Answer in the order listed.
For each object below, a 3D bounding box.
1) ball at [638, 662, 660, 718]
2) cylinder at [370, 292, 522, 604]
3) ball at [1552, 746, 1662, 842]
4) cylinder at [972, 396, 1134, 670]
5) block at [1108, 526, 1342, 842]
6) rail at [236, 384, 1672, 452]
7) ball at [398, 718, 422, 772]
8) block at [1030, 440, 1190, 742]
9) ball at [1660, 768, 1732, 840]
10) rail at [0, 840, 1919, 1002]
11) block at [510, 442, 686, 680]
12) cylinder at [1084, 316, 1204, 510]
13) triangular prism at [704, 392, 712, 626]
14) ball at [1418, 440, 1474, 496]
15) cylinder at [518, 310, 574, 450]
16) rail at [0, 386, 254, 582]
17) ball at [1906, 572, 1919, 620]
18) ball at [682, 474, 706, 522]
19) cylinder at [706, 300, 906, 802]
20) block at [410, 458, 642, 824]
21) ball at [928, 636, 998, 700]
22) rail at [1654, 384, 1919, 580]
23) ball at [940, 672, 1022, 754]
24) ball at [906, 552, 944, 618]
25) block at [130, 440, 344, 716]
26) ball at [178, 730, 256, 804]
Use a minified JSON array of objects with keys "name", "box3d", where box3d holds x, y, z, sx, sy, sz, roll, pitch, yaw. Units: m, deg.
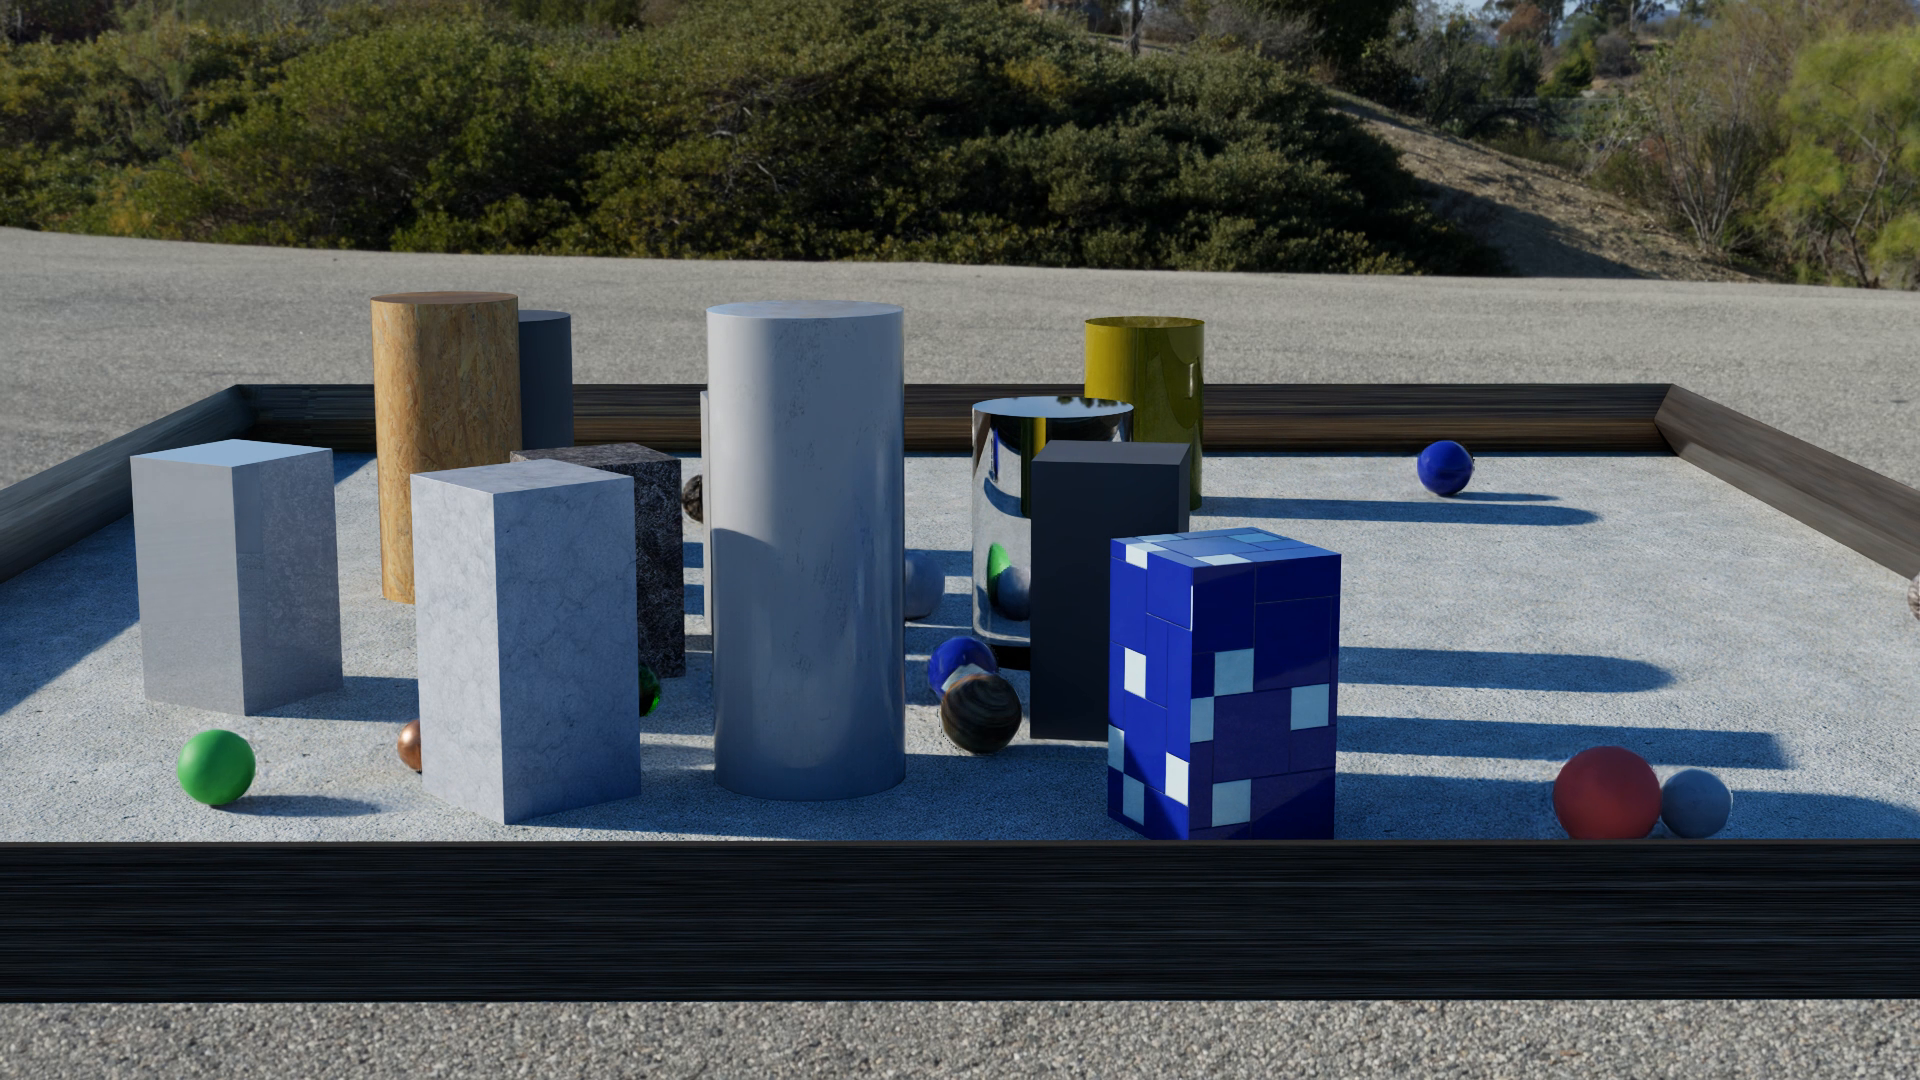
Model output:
[{"name":"ball","box3d":[-0.371,0.169,2.896,0.065,0.065,0.065,0,10,0]},{"name":"cylinder","box3d":[-0.709,-0.131,3.565,0.199,0.412,0.199,0,10,0]},{"name":"ball","box3d":[0.607,0.242,2.407,0.099,0.099,0.099,0,10,0]},{"name":"cylinder","box3d":[0.114,-0.011,3.191,0.199,0.312,0.199,0,10,0]},{"name":"block","box3d":[0.251,0.142,2.459,0.159,0.277,0.159,-5,12,-24]},{"name":"rail","box3d":[-0.008,-0.228,4.864,2.732,0.129,0.045,0,10,0]},{"name":"ball","box3d":[-0.558,0.214,2.679,0.056,0.056,0.056,0,10,0]},{"name":"block","box3d":[0.168,0.054,2.849,0.159,0.308,0.159,2,11,9]},{"name":"ball","box3d":[0.700,0.252,2.444,0.067,0.067,0.067,0,10,0]},{"name":"rail","box3d":[0.008,0.295,2.034,2.732,0.129,0.045,0,10,0]},{"name":"block","box3d":[-0.439,0.028,3.109,0.159,0.265,0.159,-6,12,-27]},{"name":"cylinder","box3d":[0.307,-0.211,4.286,0.199,0.307,0.199,0,10,0]},{"name":"triangular prism","box3d":[-0.287,-0.034,3.334,0.172,0.306,0.149,-9,14,-41]},{"name":"ball","box3d":[0.831,-0.123,4.397,0.095,0.095,0.095,0,10,0]},{"name":"cylinder","box3d":[-0.685,-0.161,3.883,0.199,0.356,0.199,0,10,0]},{"name":"rail","box3d":[-1.342,0.035,3.441,0.045,0.129,2.925,0,10,0]},{"name":"ball","box3d":[1.285,0.074,3.361,0.083,0.083,0.083,0,10,0]},{"name":"ball","box3d":[-0.409,-0.067,4.136,0.079,0.079,0.079,0,10,0]},{"name":"cylinder","box3d":[-0.156,0.006,2.625,0.199,0.485,0.199,0,10,0]},{"name":"block","box3d":[-0.435,0.096,2.574,0.159,0.326,0.159,-9,14,-40]},{"name":"ball","box3d":[0.004,0.151,2.949,0.081,0.081,0.081,0,10,0]},{"name":"rail","box3d":[1.342,0.032,3.456,0.045,0.129,2.925,0,10,0]},{"name":"ball","box3d":[0.022,0.185,2.747,0.087,0.087,0.087,0,10,0]},{"name":"ball","box3d":[-0.066,0.060,3.422,0.088,0.088,0.088,0,10,0]},{"name":"block","box3d":[-0.841,0.039,2.990,0.159,0.286,0.159,6,12,29]},{"name":"ball","box3d":[-0.741,0.226,2.559,0.075,0.075,0.075,0,10,0]}]
